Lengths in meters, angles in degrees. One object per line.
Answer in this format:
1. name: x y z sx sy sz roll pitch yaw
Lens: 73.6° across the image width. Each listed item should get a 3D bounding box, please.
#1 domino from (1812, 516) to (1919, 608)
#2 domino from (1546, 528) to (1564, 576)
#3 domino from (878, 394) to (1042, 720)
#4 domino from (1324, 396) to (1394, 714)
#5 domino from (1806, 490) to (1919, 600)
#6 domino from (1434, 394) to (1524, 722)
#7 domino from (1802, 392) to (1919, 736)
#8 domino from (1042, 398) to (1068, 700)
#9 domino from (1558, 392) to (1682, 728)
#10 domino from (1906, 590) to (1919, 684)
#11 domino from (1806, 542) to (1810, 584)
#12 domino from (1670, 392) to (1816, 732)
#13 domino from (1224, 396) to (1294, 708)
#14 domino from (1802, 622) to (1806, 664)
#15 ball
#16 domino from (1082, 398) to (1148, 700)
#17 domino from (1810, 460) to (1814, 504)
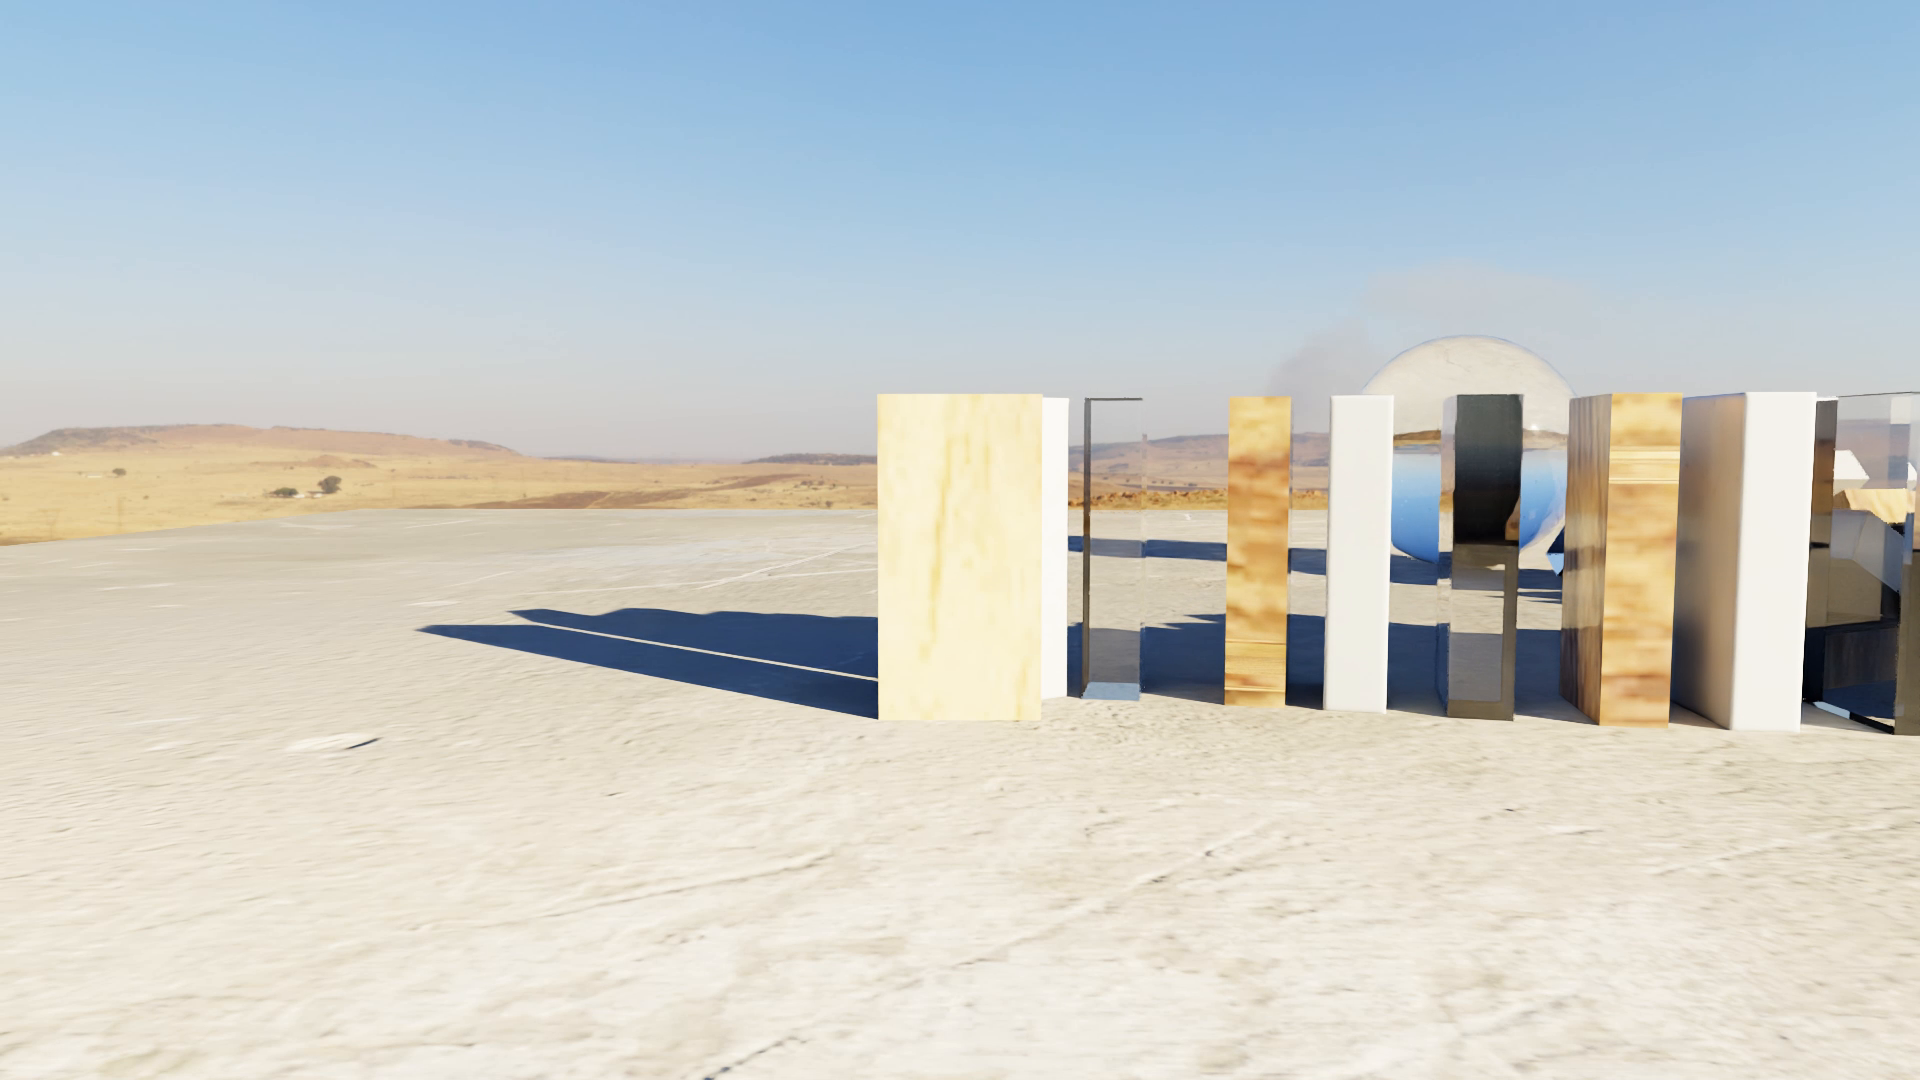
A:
1. domino: 0.234 0.003 0.308 0.025 0.010 0.050 1 -24 -8
2. domino: 0.207 -0.008 0.399 0.025 0.050 0.009 -1 49 -7
3. domino: 0.000 0.002 0.201 0.025 0.050 0.010 0 4 0
4. domino: 0.066 0.002 0.214 0.010 0.050 0.025 1 4 17
5. domino: 0.228 0.002 0.329 0.025 0.009 0.050 -1 -23 -7
6. domino: 0.084 0.002 0.208 0.010 0.050 0.025 1 4 16
7. domino: 0.143 0.003 0.198 0.009 0.050 0.025 0 4 6
8. domino: 0.007 0.001 0.223 0.009 0.050 0.025 -3 5 -34
9. domino: 0.104 0.002 0.203 0.009 0.050 0.025 1 4 12
10. domino: 0.182 0.001 0.222 0.025 0.050 0.010 -1 9 -13
11. domino: 0.179 0.009 0.245 0.050 0.010 0.025 26 -8 -24
12. domino: 0.121 0.003 0.200 0.010 0.050 0.025 1 4 8
13. domino: 0.051 0.001 0.218 0.009 0.050 0.025 1 4 16
14. domino: 0.158 0.020 0.236 0.050 0.010 0.025 -2 5 -27
15. ball: 0.173 -0.031 0.443 0.080 0.080 0.080 0 4 0
16. domino: 0.027 0.001 0.224 0.010 0.050 0.025 1 4 10
17. domino: 0.222 -0.004 0.346 0.025 0.009 0.050 -1 -38 -7
